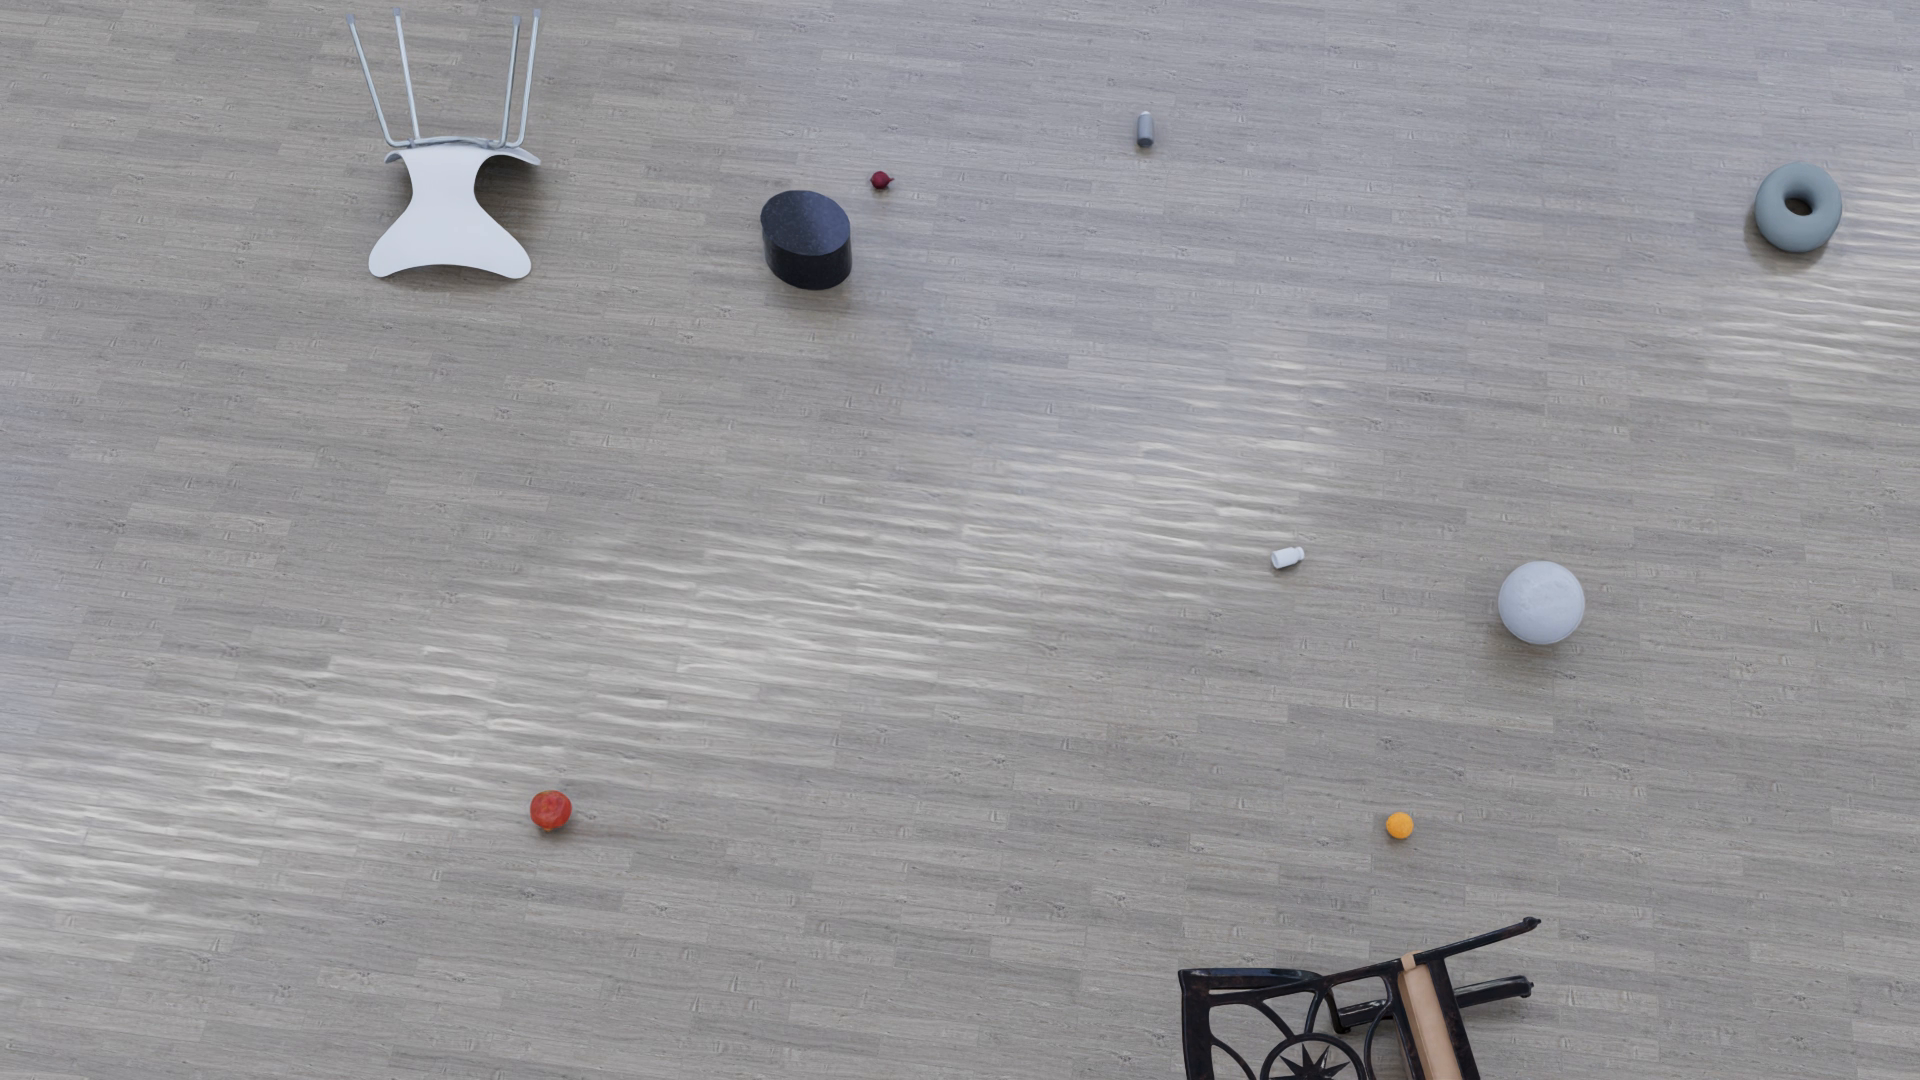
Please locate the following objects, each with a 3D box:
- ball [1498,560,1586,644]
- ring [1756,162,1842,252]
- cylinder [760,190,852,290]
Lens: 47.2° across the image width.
[{"bbox_3d":[1.668,0.180,6.308,0.241,0.241,0.241,0,56,0],"label":"ball"},{"bbox_3d":[2.759,-1.096,7.238,0.275,0.120,0.362,14,58,11],"label":"ring"},{"bbox_3d":[-0.496,-0.972,7.125,0.313,0.168,0.257,35,63,21],"label":"cylinder"}]
